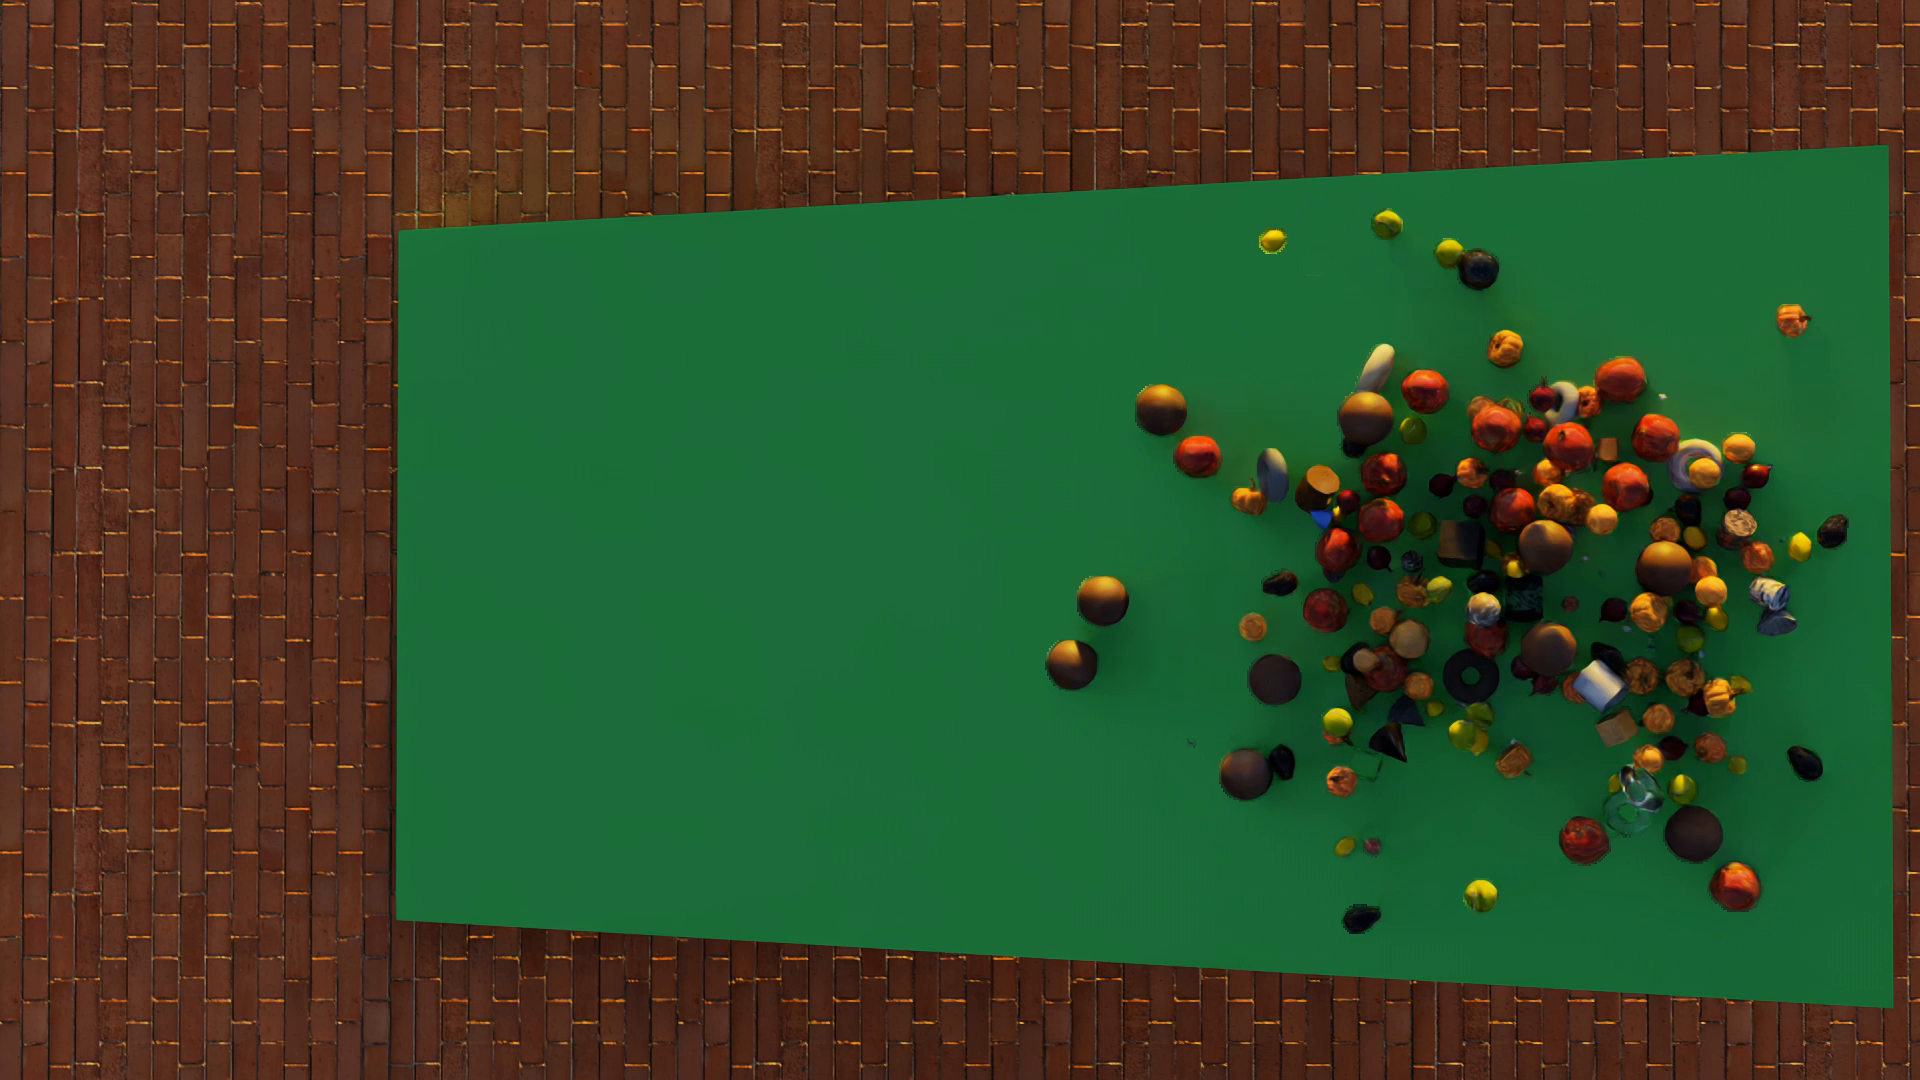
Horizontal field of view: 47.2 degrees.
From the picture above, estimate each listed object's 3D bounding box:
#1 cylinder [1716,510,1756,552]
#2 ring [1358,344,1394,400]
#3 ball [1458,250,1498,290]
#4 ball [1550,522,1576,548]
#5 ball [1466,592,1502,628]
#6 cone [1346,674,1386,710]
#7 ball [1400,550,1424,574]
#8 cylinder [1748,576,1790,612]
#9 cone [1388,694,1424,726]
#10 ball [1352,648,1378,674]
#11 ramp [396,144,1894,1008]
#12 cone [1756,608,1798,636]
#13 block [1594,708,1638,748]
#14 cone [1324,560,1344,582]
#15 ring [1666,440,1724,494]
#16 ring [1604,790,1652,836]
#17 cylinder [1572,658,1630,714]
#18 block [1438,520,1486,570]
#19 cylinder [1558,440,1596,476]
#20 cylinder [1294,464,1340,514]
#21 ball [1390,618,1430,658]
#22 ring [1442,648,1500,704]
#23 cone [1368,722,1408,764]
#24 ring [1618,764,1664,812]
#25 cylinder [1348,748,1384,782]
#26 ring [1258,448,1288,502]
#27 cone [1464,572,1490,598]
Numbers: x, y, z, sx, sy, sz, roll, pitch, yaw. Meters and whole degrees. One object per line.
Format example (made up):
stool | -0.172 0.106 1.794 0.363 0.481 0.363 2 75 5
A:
cylinder | 1.818 -0.023 5.154 0.073 0.073 0.073 0 61 1
ring | 1.023 -0.412 5.406 0.049 0.146 0.146 27 89 15
ball | 1.262 -0.657 5.353 0.096 0.096 0.096 0 89 0
ball | 1.453 -0.012 5.299 0.059 0.059 0.059 0 89 0
ball | 1.234 0.166 5.184 0.083 0.083 0.083 0 89 0
cone | 1.016 0.367 5.452 0.092 0.092 0.092 -13 89 -9
ball | 1.111 0.054 5.409 0.056 0.056 0.056 0 89 0
cylinder | 1.884 0.124 5.120 0.065 0.065 0.065 -17 121 -30
cone | 1.115 0.436 5.419 0.083 0.083 0.083 36 89 -11
ball | 0.983 0.293 5.345 0.060 0.060 0.060 0 89 0
ramp | 0.278 0.091 5.781 4.000 0.100 2.000 0 89 19
cone | 1.908 0.162 5.152 0.092 0.092 0.092 2 62 0
block | 1.556 0.446 5.211 0.062 0.062 0.062 -27 86 -44
cone | 0.928 0.078 5.479 0.055 0.055 0.055 0 89 19
ring | 1.742 -0.174 5.211 0.131 0.044 0.131 0 91 22
ring | 1.595 0.651 5.254 0.112 0.037 0.112 0 90 18
cylinder | 1.510 0.345 5.184 0.093 0.093 0.093 -44 66 -1
block | 1.219 0.012 5.341 0.093 0.093 0.093 5 77 22
cylinder | 1.480 -0.196 5.274 0.076 0.076 0.076 -8 89 28
cylinder | 0.886 -0.125 5.459 0.088 0.088 0.088 8 54 -11
ball | 1.098 0.241 5.365 0.098 0.098 0.098 0 89 0
ring | 1.248 0.332 5.371 0.135 0.045 0.135 -1 87 17
cone | 1.050 0.505 5.299 0.093 0.093 0.093 -35 53 0
ring | 1.565 0.570 5.052 0.124 0.124 0.041 44 122 1
cylinder | 1.003 0.557 5.440 0.066 0.066 0.066 21 89 18
ring | 0.779 -0.162 5.474 0.046 0.139 0.139 -8 89 -10
cone | 1.246 0.113 5.356 0.066 0.066 0.066 0 90 33
